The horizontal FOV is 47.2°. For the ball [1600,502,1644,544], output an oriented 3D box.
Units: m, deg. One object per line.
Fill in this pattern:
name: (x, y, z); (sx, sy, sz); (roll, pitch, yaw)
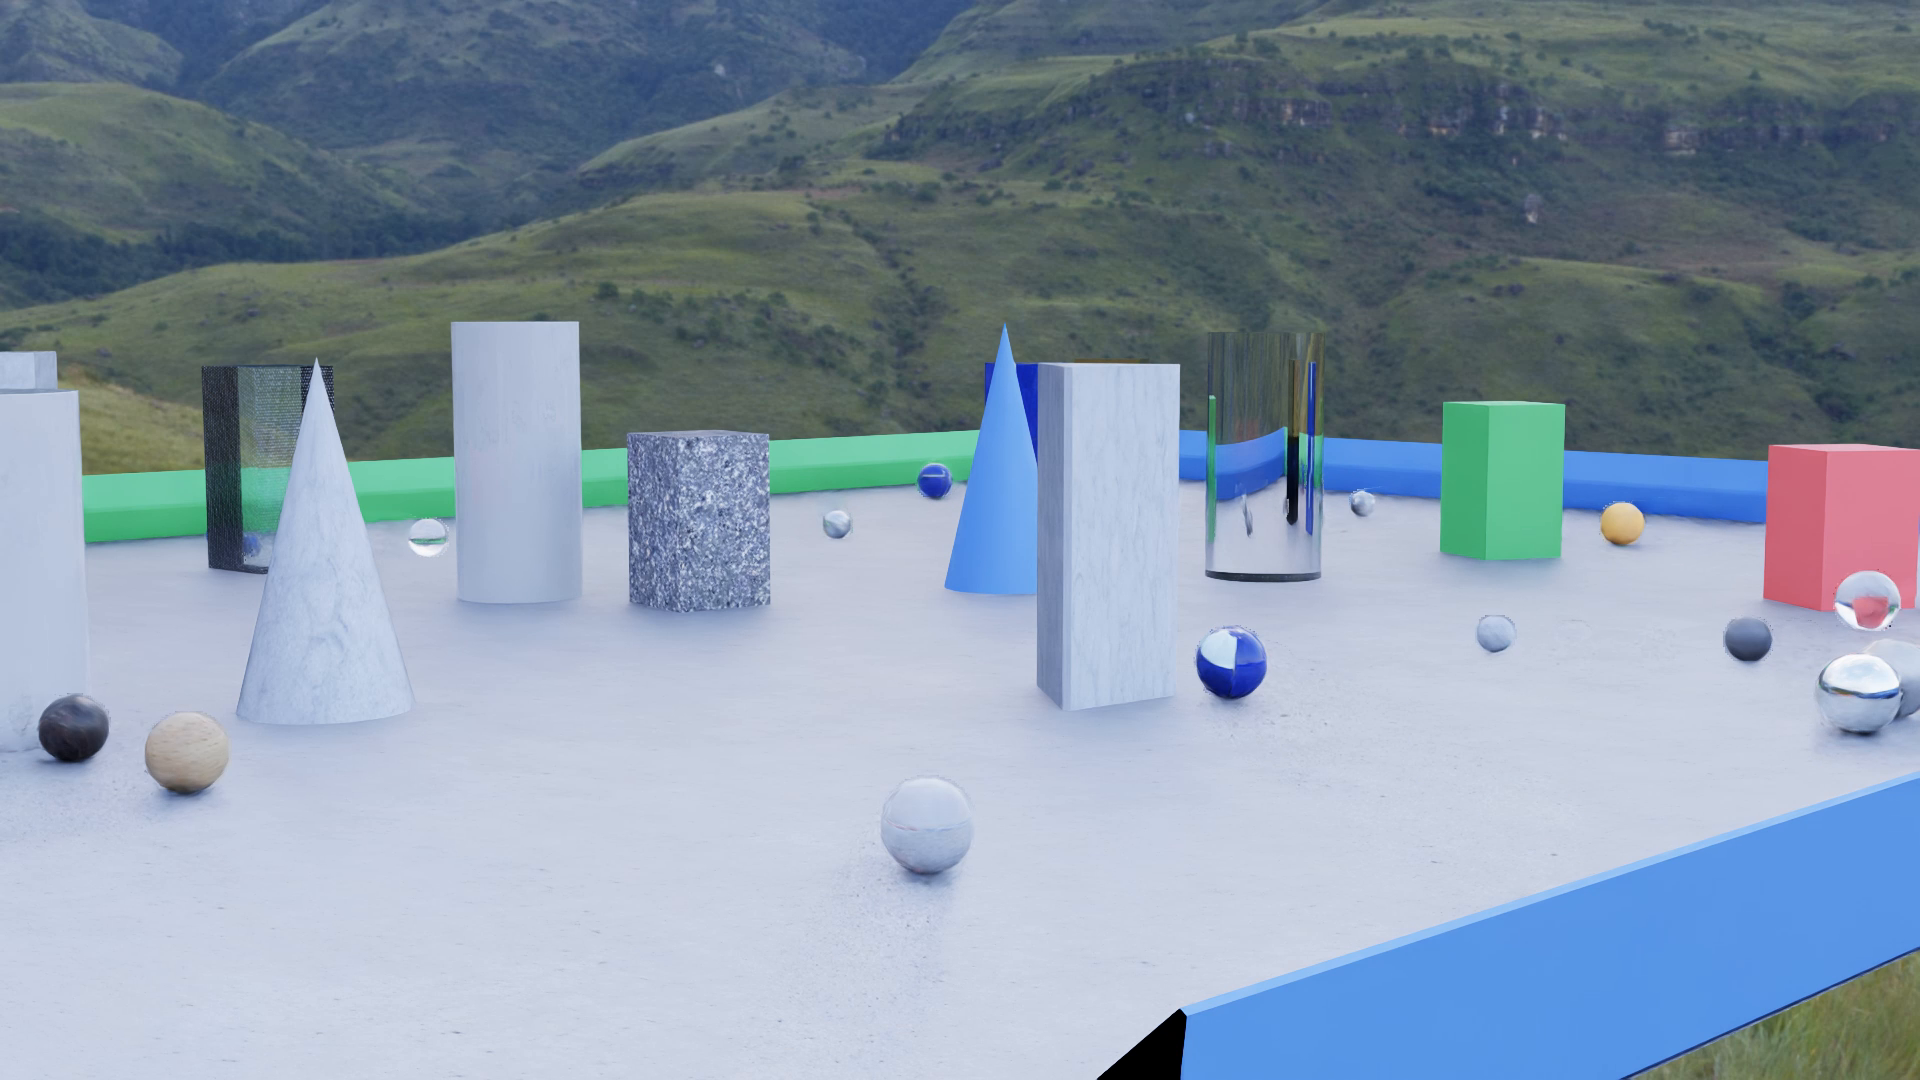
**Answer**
ball: (1.255, -0.031, 4.168); (0.081, 0.081, 0.081); (0, 6, 0)

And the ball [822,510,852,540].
ball: (-0.240, -0.030, 4.278); (0.057, 0.057, 0.057); (0, 6, 0)

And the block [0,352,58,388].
block: (-1.556, -0.115, 3.561); (0.156, 0.376, 0.156); (-1, 6, -10)

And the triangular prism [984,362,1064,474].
triangular prism: (0.161, -0.183, 4.379); (0.168, 0.339, 0.146); (5, 8, 40)

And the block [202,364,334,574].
block: (-1.190, -0.126, 3.795); (0.156, 0.348, 0.156); (5, 8, 39)

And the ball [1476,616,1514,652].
ball: (0.698, 0.122, 2.865); (0.048, 0.048, 0.048); (0, 6, 0)

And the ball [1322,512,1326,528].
ball: (0.700, -0.040, 4.380); (0.054, 0.054, 0.054); (0, 6, 0)

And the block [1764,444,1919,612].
block: (1.335, -0.022, 3.332); (0.156, 0.237, 0.156); (-1, 6, -11)

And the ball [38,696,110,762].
ball: (-0.876, 0.186, 2.172); (0.066, 0.066, 0.066); (0, 6, 0)

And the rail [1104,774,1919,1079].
rail: (1.197, 0.168, 2.042); (4.227, 0.126, 0.045); (-5, 8, -42)

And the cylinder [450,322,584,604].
cylinder: (-0.687, -0.126, 3.418); (0.194, 0.426, 0.194); (0, 6, 0)

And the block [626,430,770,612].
block: (-0.396, -0.032, 3.333); (0.156, 0.258, 0.156); (-4, 7, -37)

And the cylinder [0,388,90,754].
cylinder: (-1.011, 0.027, 2.280); (0.194, 0.360, 0.194); (0, 6, 0)

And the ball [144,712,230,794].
ball: (-0.714, 0.196, 2.032); (0.075, 0.075, 0.075); (0, 6, 0)

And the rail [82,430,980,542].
rail: (-1.197, -0.102, 4.622); (4.227, 0.126, 0.045); (-5, 8, -42)

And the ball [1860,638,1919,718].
ball: (1.019, 0.151, 2.405); (0.086, 0.086, 0.086); (0, 6, 0)

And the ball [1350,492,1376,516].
ball: (0.868, -0.078, 4.739); (0.055, 0.055, 0.055); (0, 6, 0)

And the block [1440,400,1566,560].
block: (0.985, -0.111, 4.001); (0.156, 0.275, 0.156); (-2, 6, -18)

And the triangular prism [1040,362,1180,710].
triangular prism: (0.140, -0.012, 2.539); (0.168, 0.382, 0.146); (-5, 8, -38)

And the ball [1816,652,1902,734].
ball: (0.946, 0.161, 2.314); (0.085, 0.085, 0.085); (0, 6, 0)

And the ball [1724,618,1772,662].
ball: (1.000, 0.126, 2.788); (0.057, 0.057, 0.057); (0, 6, 0)

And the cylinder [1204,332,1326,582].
cylinder: (0.508, -0.142, 3.670); (0.194, 0.406, 0.194); (0, 6, 0)

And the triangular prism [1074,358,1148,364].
triangular prism: (0.355, -0.217, 4.696); (0.168, 0.340, 0.146); (5, 8, 42)

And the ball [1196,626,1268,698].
ball: (0.311, 0.141, 2.522); (0.082, 0.082, 0.082); (0, 6, 0)

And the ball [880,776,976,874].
ball: (-0.026, 0.226, 1.742); (0.076, 0.076, 0.076); (0, 6, 0)

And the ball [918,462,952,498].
ball: (-0.059, -0.142, 5.214); (0.084, 0.084, 0.084); (0, 6, 0)

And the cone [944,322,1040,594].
cone: (0.071, -0.136, 3.526); (0.194, 0.424, 0.194); (0, 6, 0)

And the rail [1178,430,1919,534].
rail: (1.536, -0.115, 4.741); (0.045, 0.126, 3.577); (-5, 8, -42)

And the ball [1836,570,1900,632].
ball: (1.261, 0.084, 3.054); (0.084, 0.084, 0.084); (0, 6, 0)

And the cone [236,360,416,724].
cone: (-0.709, -0.007, 2.444); (0.194, 0.392, 0.194); (0, 6, 0)

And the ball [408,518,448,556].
ball: (-0.960, -0.004, 3.967); (0.070, 0.070, 0.070); (0, 6, 0)
